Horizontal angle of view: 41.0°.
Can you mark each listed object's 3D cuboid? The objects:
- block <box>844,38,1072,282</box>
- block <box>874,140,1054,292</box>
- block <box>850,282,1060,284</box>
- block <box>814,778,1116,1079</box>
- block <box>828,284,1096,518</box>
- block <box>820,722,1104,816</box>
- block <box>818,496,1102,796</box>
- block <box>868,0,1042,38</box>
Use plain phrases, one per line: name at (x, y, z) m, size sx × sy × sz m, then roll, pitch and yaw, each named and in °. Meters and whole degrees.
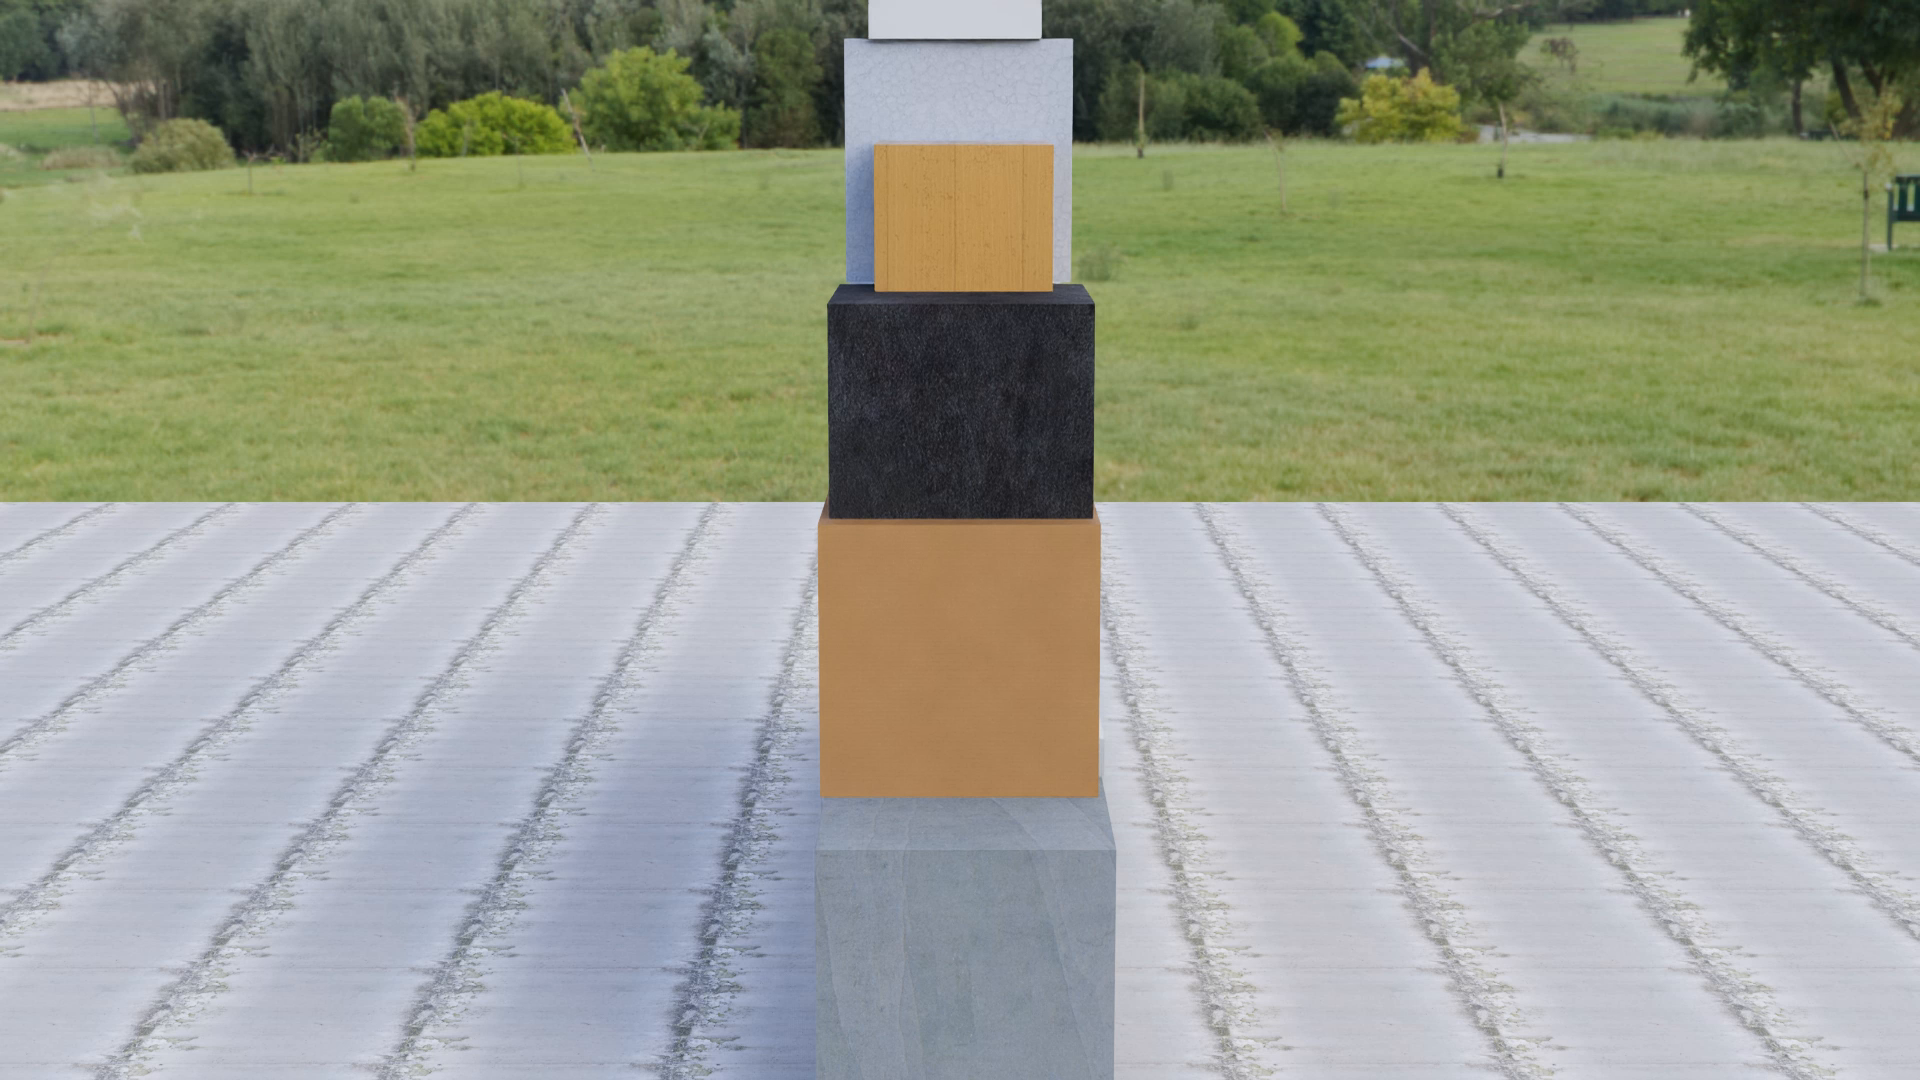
block at (-0.006, -1.563, 10.457) m, size 0.885 × 0.940 × 0.899 m, roll 0°, pitch 11°, yaw 0°
block at (0.014, -1.238, 9.747) m, size 0.658 × 0.537 × 0.613 m, roll 0°, pitch 10°, yaw 0°
block at (-0.018, -0.677, 10.390) m, size 0.824 × 0.776 × 0.909 m, roll 0°, pitch 11°, yaw 0°
block at (0.018, 1.424, 9.008) m, size 0.998 × 0.974 × 0.892 m, roll 0°, pitch 10°, yaw 0°
block at (0.004, -0.529, 9.467) m, size 0.933 × 0.759 × 0.948 m, roll 0°, pitch 10°, yaw 0°
block at (0.008, 1.144, 10.771) m, size 1.133 × 0.896 × 0.987 m, roll 0°, pitch 10°, yaw 0°
block at (-0.002, 0.339, 9.539) m, size 0.988 × 0.976 × 1.058 m, roll 0°, pitch 10°, yaw 0°
block at (-0.019, -2.310, 10.111) m, size 0.665 × 0.657 × 0.590 m, roll 0°, pitch 11°, yaw 0°
